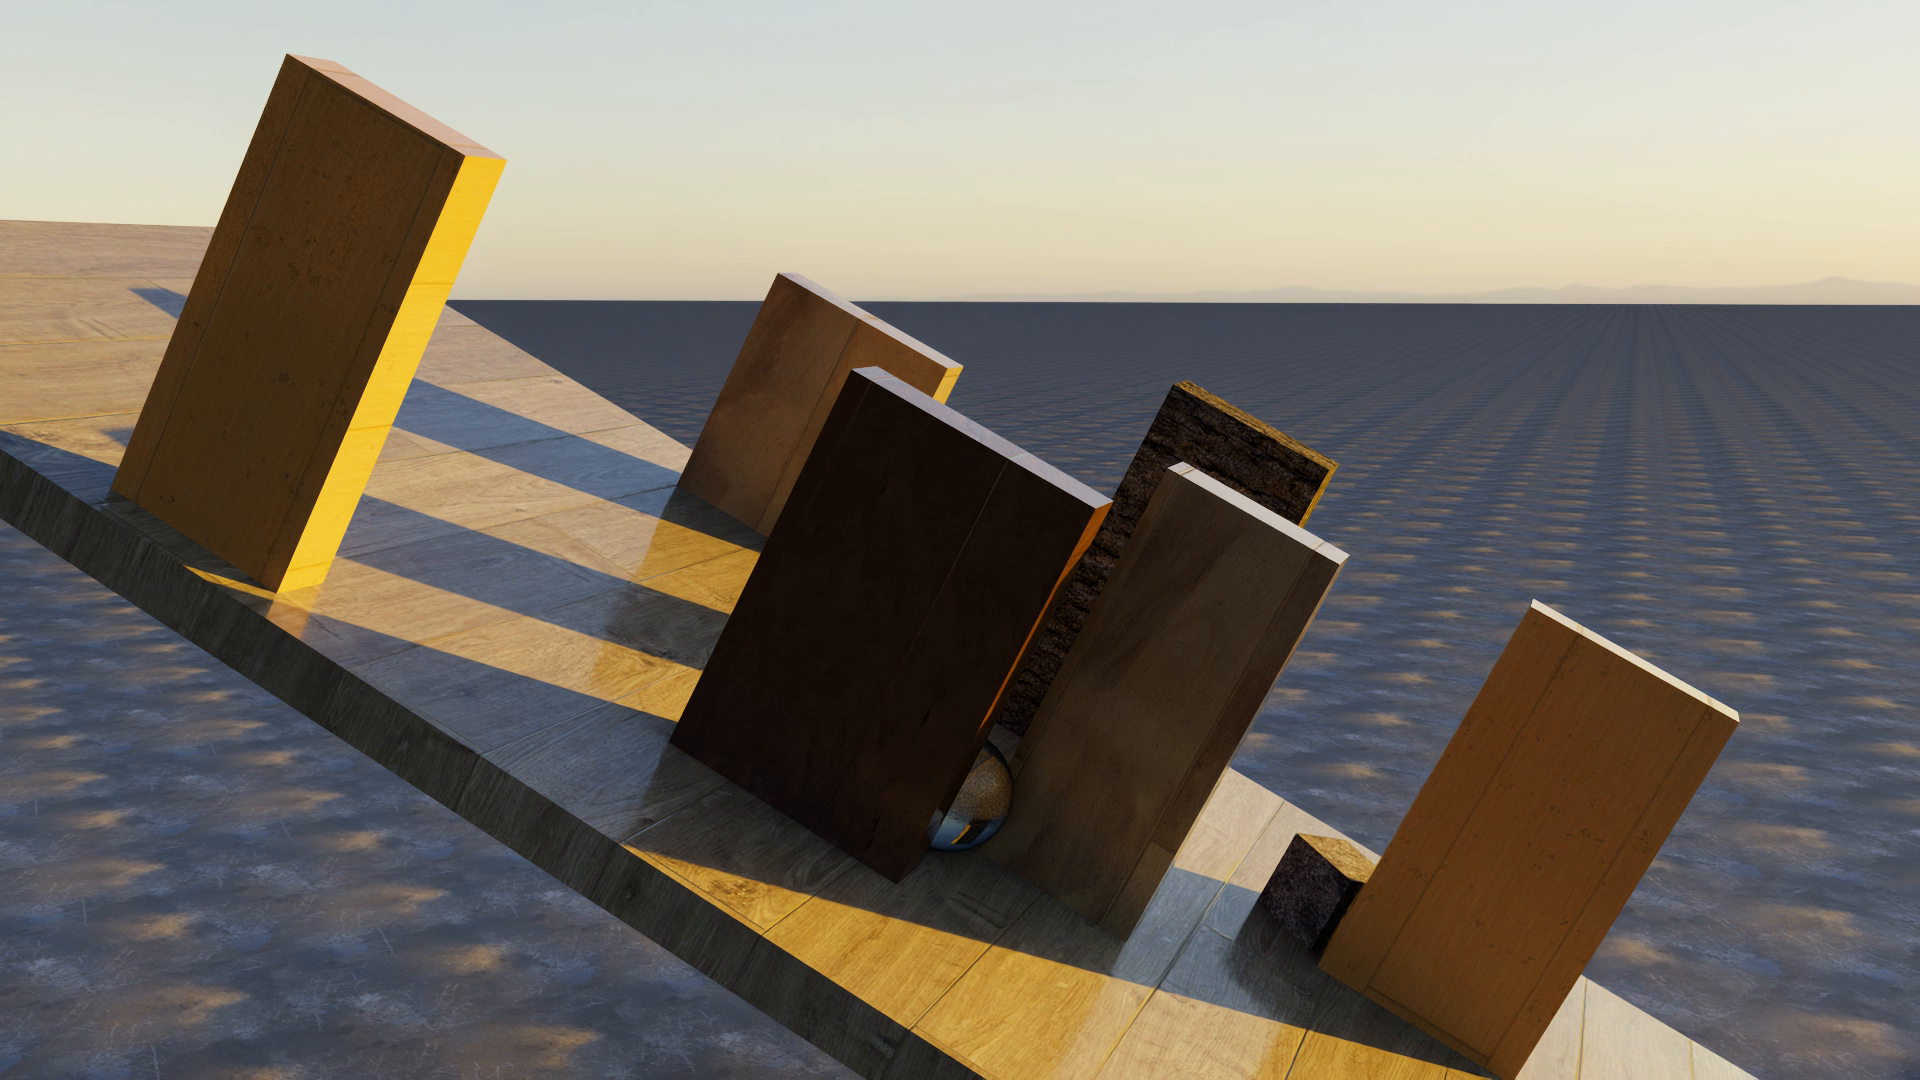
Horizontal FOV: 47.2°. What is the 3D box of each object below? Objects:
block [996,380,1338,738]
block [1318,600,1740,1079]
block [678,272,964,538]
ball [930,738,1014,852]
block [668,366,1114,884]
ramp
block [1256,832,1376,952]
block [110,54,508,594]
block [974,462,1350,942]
[{"bbox_3d":[0.411,0.109,4.423,0.346,0.781,0.147,30,14,12],"label":"block"},{"bbox_3d":[1.017,0.547,3.978,0.401,0.780,0.095,30,14,12],"label":"block"},{"bbox_3d":[-0.315,-0.255,4.899,0.441,0.534,0.116,30,14,12],"label":"block"},{"bbox_3d":[-0.013,0.422,3.709,0.208,0.208,0.208,0,7,0],"label":"ball"},{"bbox_3d":[-0.118,0.135,3.535,0.445,0.694,0.119,30,14,12],"label":"block"},{"bbox_3d":[-0.223,0.370,4.148,4.000,0.100,2.000,30,14,12],"label":"ramp"},{"bbox_3d":[0.707,0.679,4.219,0.159,0.159,0.159,14,19,-42],"label":"block"},{"bbox_3d":[-1.019,-0.331,3.422,0.337,0.752,0.126,30,14,12],"label":"block"},{"bbox_3d":[0.332,0.276,3.748,0.322,0.748,0.127,30,14,12],"label":"block"}]
